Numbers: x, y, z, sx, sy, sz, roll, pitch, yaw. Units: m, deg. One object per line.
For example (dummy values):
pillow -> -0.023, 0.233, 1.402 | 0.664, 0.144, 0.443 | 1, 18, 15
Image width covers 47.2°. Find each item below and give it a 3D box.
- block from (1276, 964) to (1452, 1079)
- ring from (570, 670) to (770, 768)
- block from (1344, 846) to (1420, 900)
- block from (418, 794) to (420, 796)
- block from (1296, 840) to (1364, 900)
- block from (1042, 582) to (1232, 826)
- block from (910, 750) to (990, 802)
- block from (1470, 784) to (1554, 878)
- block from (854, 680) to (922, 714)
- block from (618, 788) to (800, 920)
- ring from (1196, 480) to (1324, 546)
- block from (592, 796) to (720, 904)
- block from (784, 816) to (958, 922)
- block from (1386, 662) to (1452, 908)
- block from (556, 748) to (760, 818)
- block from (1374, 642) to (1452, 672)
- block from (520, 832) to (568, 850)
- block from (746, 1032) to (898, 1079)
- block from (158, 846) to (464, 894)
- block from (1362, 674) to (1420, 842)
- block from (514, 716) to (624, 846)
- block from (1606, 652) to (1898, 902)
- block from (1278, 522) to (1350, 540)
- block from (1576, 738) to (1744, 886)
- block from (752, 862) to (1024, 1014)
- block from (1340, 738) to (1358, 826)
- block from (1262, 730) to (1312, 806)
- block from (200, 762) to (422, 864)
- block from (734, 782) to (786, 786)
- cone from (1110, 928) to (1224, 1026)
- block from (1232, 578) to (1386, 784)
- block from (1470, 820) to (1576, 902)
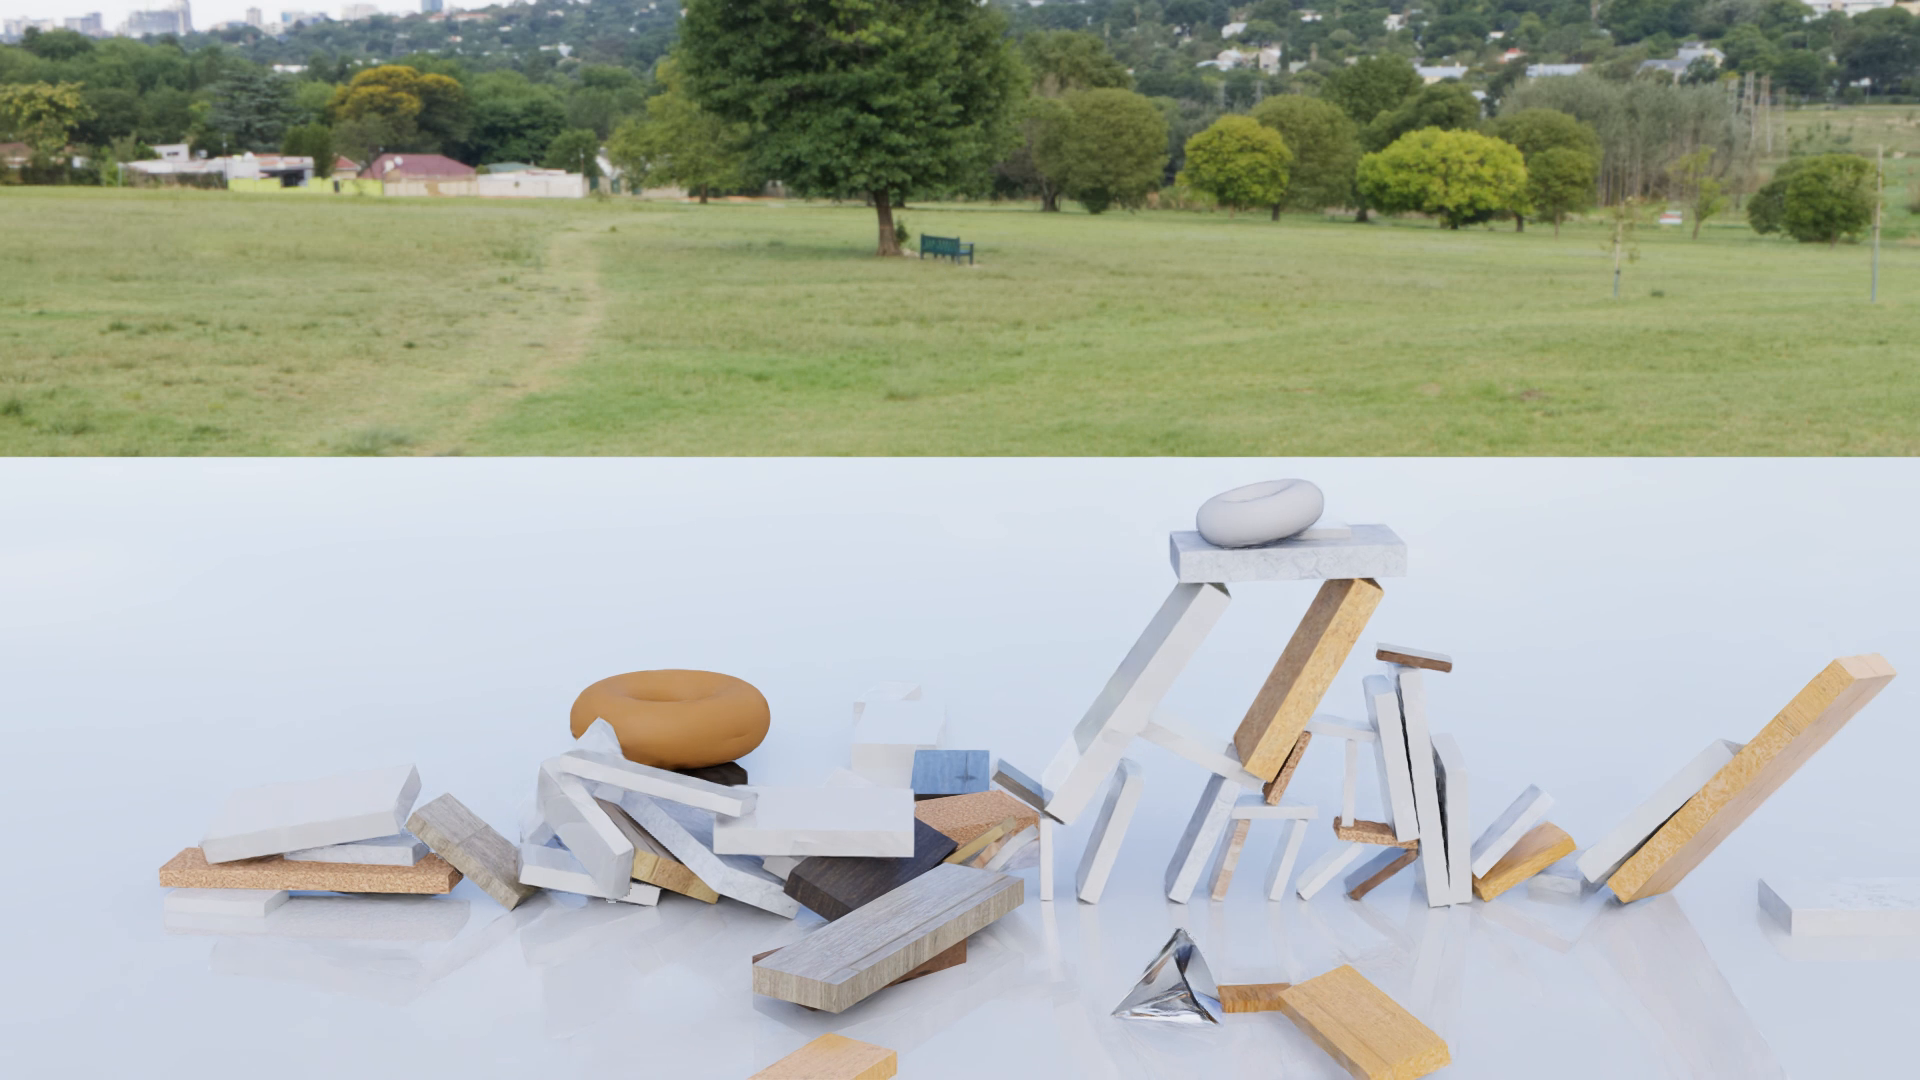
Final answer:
block -> 0.555, 0.674, 3.043 | 0.115, 0.033, 0.291 | -19, 15, -13
ring -> -0.571, 0.351, 4.340 | 0.394, 0.131, 0.394 | 1, 10, 0
block -> 0.700, 0.545, 3.657 | 0.130, 0.018, 0.065 | -36, 8, 7
block -> -1.013, 0.453, 3.724 | 0.087, 0.025, 0.175 | 10, 30, 42
block -> 0.614, 0.540, 3.655 | 0.130, 0.018, 0.065 | -44, 6, 9
block -> 0.284, 0.247, 3.602 | 0.051, 0.453, 0.179 | 33, 10, -6
block -> -0.018, 0.465, 4.229 | 0.148, 0.042, 0.295 | 0, 11, 1
block -> 0.907, 0.483, 3.652 | 0.025, 0.177, 0.089 | 44, 3, -1
block -> -0.160, 0.351, 4.881 | 0.095, 0.027, 0.190 | 3, 11, 16
block -> -0.422, 0.517, 3.689 | 0.155, 0.044, 0.430 | 26, -1, -32
ring -> 0.479, -0.044, 3.510 | 0.208, 0.069, 0.208 | -13, 10, 2
block -> -0.523, 0.523, 3.729 | 0.160, 0.045, 0.320 | 23, 0, -25
block -> -0.142, 0.534, 3.593 | 0.155, 0.044, 0.310 | 29, 27, 16
block -> 0.756, 0.395, 3.628 | 0.035, 0.398, 0.125 | -9, 10, 3
block -> -0.488, 0.392, 3.559 | 0.314, 0.026, 0.093 | 13, 3, 11
block -> 0.738, 0.191, 3.582 | 0.121, 0.017, 0.061 | 10, 11, 7
block -> -0.705, 0.545, 3.841 | 0.093, 0.026, 0.185 | -4, 11, -21
block -> -0.195, 0.716, 2.900 | 0.115, 0.033, 0.230 | 7, 12, 32
block -> -1.074, 0.550, 3.663 | 0.485, 0.032, 0.113 | 1, 11, 4
block -> 0.706, 0.356, 3.609 | 0.035, 0.250, 0.125 | -11, 10, 3
block -> -0.681, 0.424, 3.827 | 0.032, 0.226, 0.113 | 39, 7, -31
block -> 1.254, 0.383, 3.498 | 0.155, 0.541, 0.044 | -1, 46, -44
block -> 0.565, -0.015, 3.548 | 0.121, 0.017, 0.061 | -2, 11, 2
block -> 1.162, 0.449, 3.594 | 0.155, 0.310, 0.044 | 15, 34, -51
block -> -0.097, 0.592, 3.317 | 0.148, 0.042, 0.522 | 6, 12, 31
block -> 0.644, 0.394, 3.637 | 0.019, 0.146, 0.066 | 3, 9, 7
block -> 0.540, 0.368, 3.630 | 0.019, 0.131, 0.066 | 25, 10, -4
block -> -1.076, 0.454, 3.660 | 0.326, 0.045, 0.160 | -10, 22, 5
block -> -0.368, 0.496, 4.104 | 0.095, 0.027, 0.190 | -2, 11, -8
cone -> 0.276, 0.652, 3.141 | 0.146, 0.146, 0.146 | -27, 4, 15
block -> 0.565, 0.208, 3.589 | 0.051, 0.358, 0.179 | 28, 10, -4
block -> 0.931, 0.536, 3.673 | 0.177, 0.025, 0.089 | -29, 14, -4
